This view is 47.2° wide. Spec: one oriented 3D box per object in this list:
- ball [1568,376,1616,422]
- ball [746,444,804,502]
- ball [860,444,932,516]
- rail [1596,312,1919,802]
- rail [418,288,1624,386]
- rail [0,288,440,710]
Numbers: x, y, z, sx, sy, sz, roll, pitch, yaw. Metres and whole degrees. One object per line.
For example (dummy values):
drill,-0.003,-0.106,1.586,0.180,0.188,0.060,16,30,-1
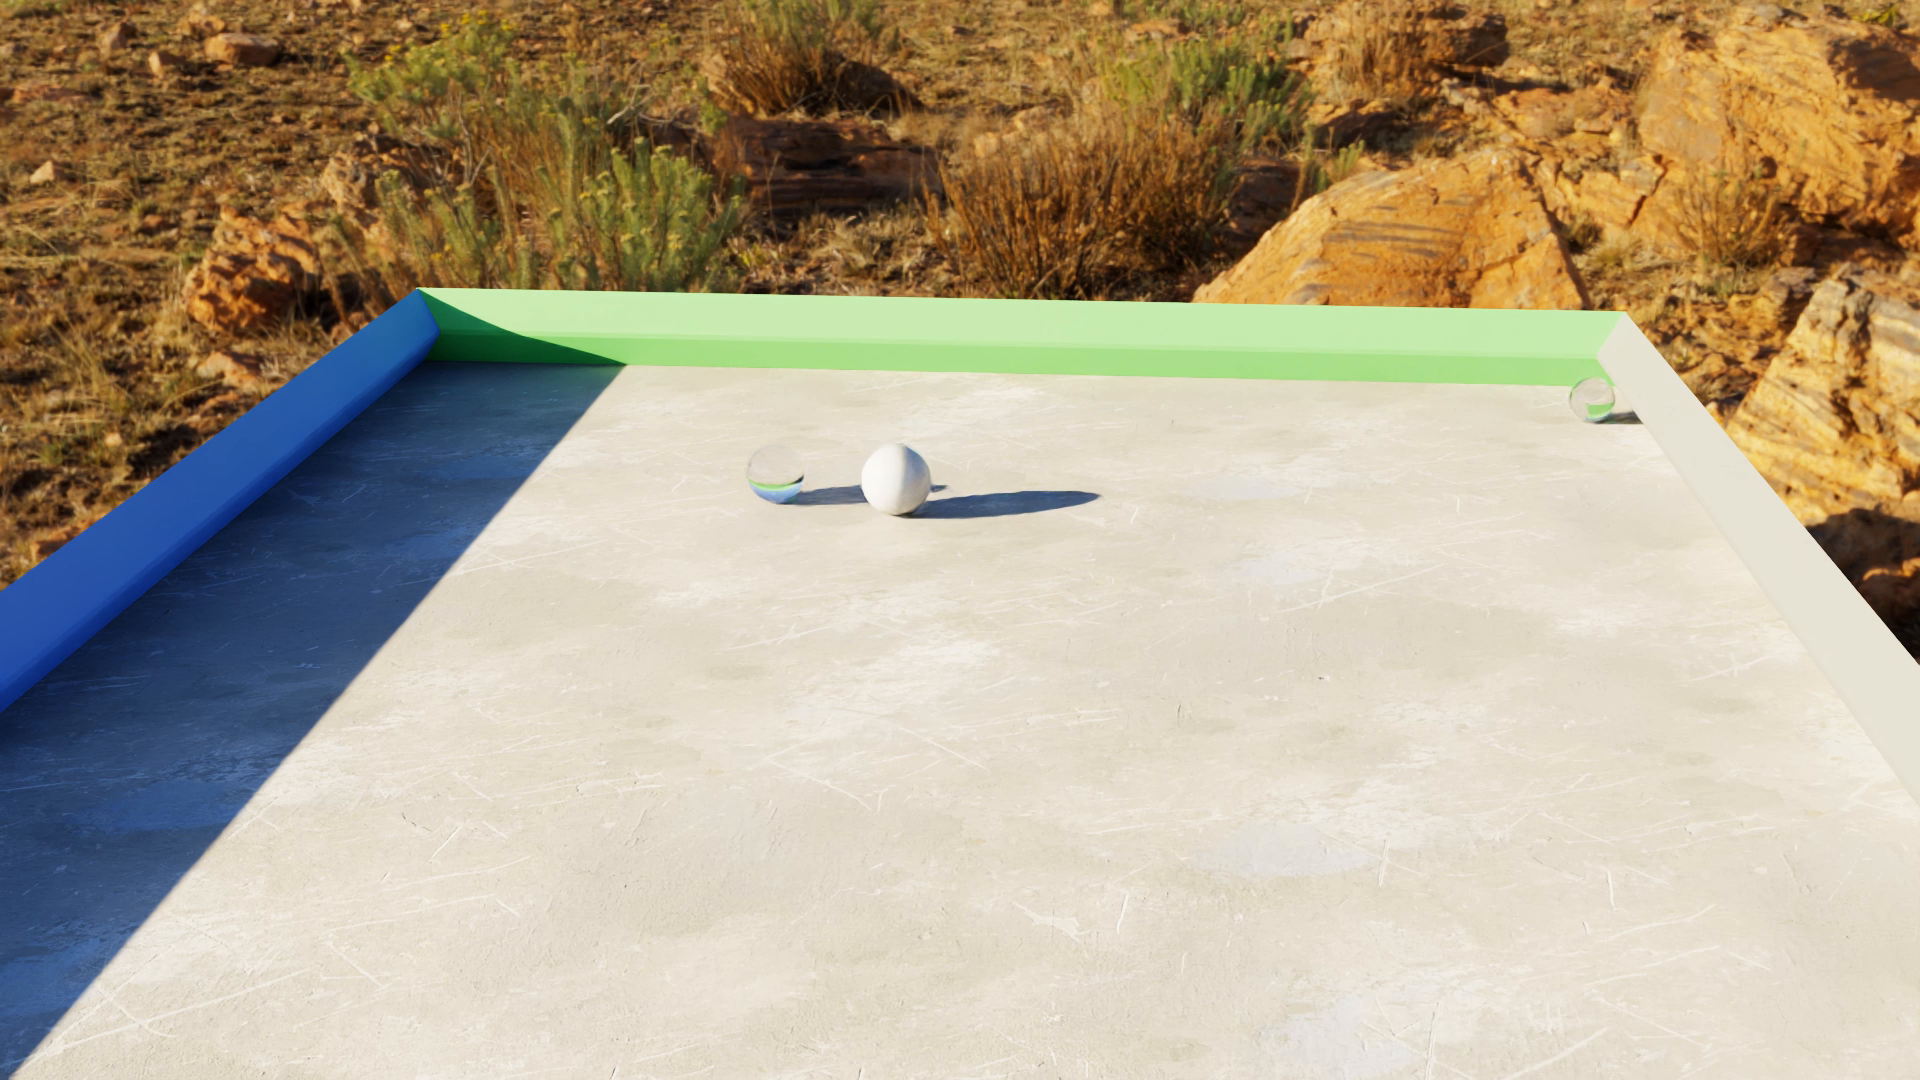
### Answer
ball,0.897,-0.199,3.121,0.064,0.064,0.064,0,20,0
ball,-0.234,-0.084,2.787,0.074,0.074,0.074,0,20,0
ball,-0.080,-0.075,2.739,0.088,0.088,0.088,0,20,0
rail,0.818,0.303,1.646,0.045,0.114,3.496,2,20,5
rail,0.072,-0.303,3.334,1.837,0.114,0.045,2,20,5
rail,-0.965,0.253,1.788,0.045,0.114,3.496,2,20,5
